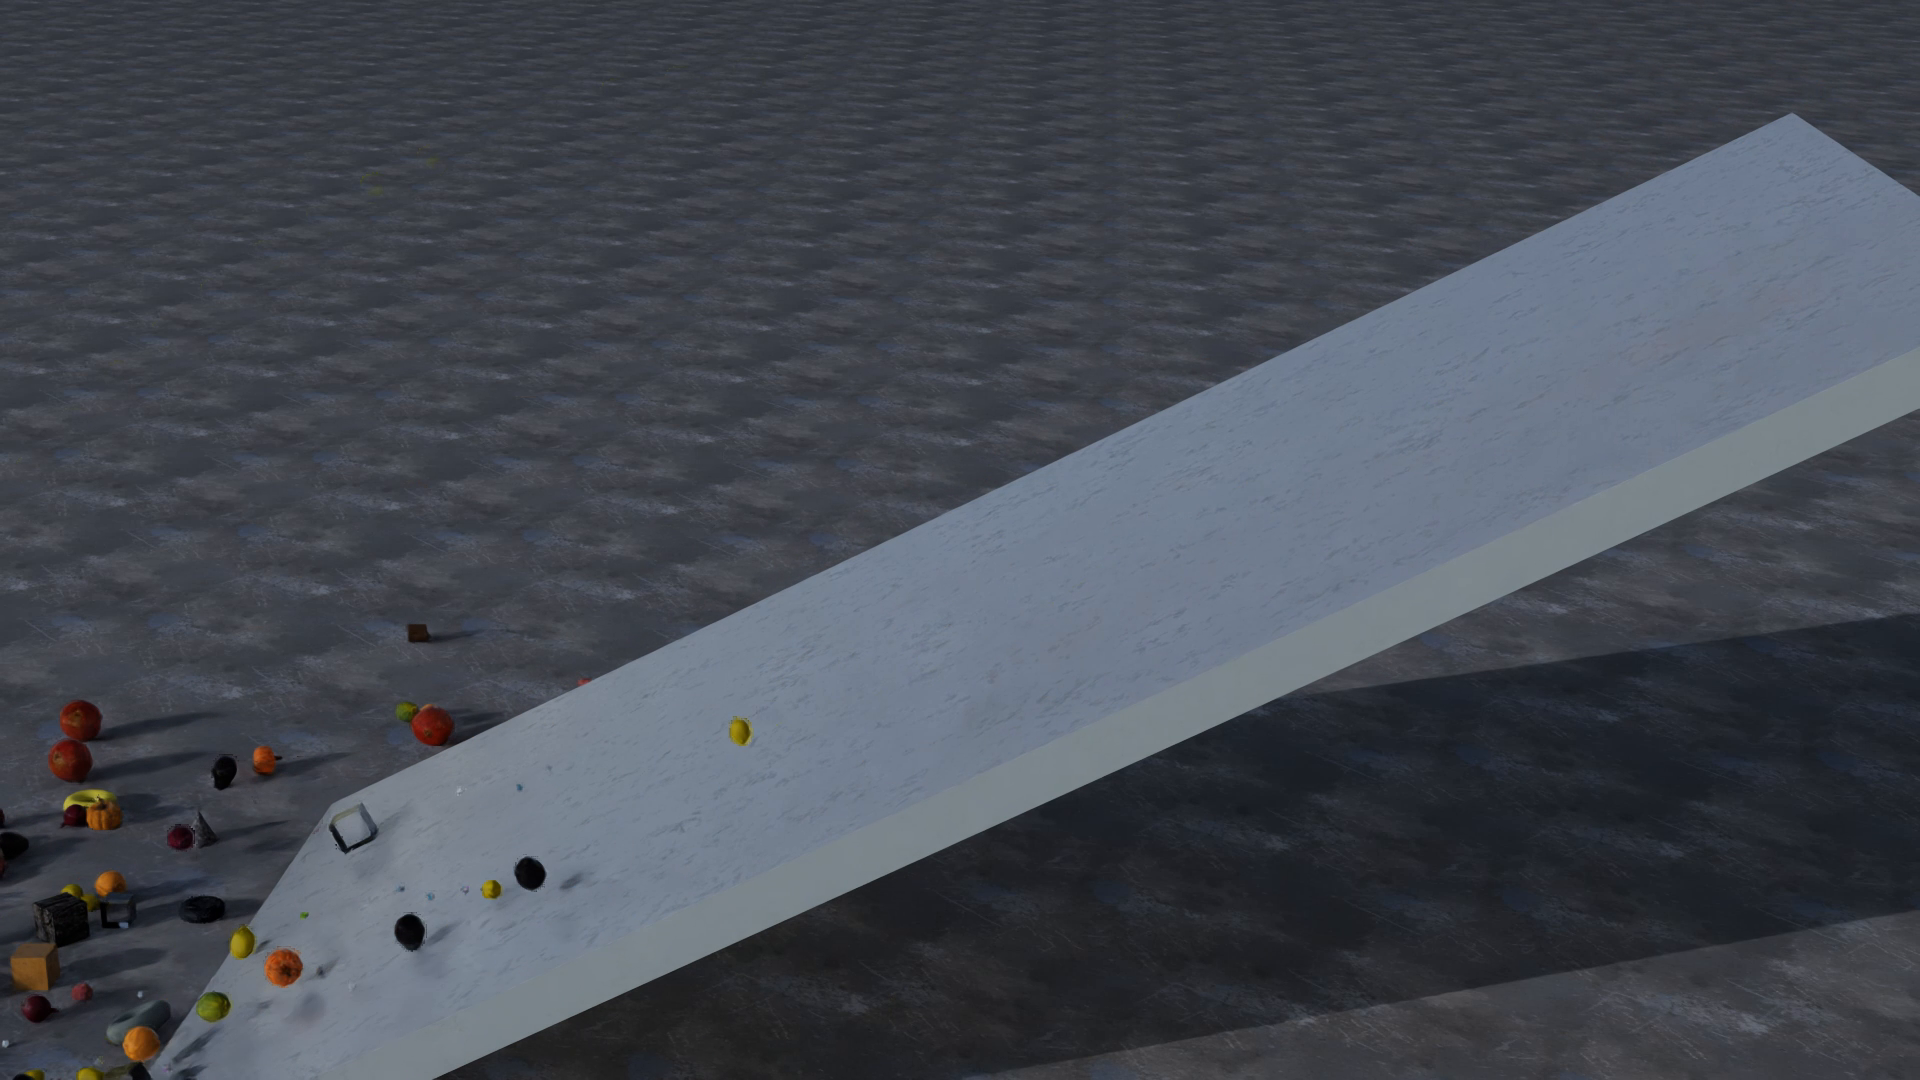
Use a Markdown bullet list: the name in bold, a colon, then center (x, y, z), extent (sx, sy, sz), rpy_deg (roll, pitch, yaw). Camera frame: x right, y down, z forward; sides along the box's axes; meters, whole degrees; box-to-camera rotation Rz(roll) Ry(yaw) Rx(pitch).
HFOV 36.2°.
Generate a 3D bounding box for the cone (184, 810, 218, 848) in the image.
- **cone**: center (-1.952, 0.733, 7.548), extent (0.087, 0.087, 0.087), rpy_deg (0, 17, 0)

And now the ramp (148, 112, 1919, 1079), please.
- **ramp**: center (0.139, 0.168, 6.281), extent (4.000, 0.100, 2.000), rpy_deg (-25, 14, 10)

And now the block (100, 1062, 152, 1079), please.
- **block**: center (-1.674, 1.113, 5.888), extent (0.089, 0.089, 0.089), rpy_deg (-19, 16, 32)

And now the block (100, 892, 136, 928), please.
- **block**: center (-2.021, 0.889, 7.063), extent (0.064, 0.064, 0.064), rpy_deg (1, 17, 2)

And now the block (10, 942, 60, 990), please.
- **block**: center (-2.118, 0.977, 6.740), extent (0.080, 0.080, 0.080), rpy_deg (1, 17, 2)

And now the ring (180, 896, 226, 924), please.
- **ring**: center (-1.830, 0.893, 7.102), extent (0.109, 0.036, 0.109), rpy_deg (1, 17, 0)

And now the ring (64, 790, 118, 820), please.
- **ring**: center (-2.290, 0.696, 7.745), extent (0.137, 0.046, 0.137), rpy_deg (1, 17, 0)

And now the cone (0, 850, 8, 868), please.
- **cone**: center (-2.421, 0.805, 7.401), extent (0.072, 0.072, 0.072), rpy_deg (34, 27, 13)

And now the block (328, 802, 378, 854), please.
- **block**: center (-1.453, 0.690, 7.043), extent (0.078, 0.078, 0.078), rpy_deg (-27, 14, 3)

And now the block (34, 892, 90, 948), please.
- **block**: center (-2.131, 0.902, 6.978), extent (0.089, 0.089, 0.089), rpy_deg (15, 22, 41)

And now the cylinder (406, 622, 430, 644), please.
- **cylinder**: center (-1.676, 0.289, 9.089), extent (0.057, 0.057, 0.057), rpy_deg (-27, 25, -17)

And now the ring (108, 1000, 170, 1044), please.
- **ring**: center (-1.803, 1.059, 6.459), extent (0.147, 0.049, 0.147), rpy_deg (-23, 9, 4)
